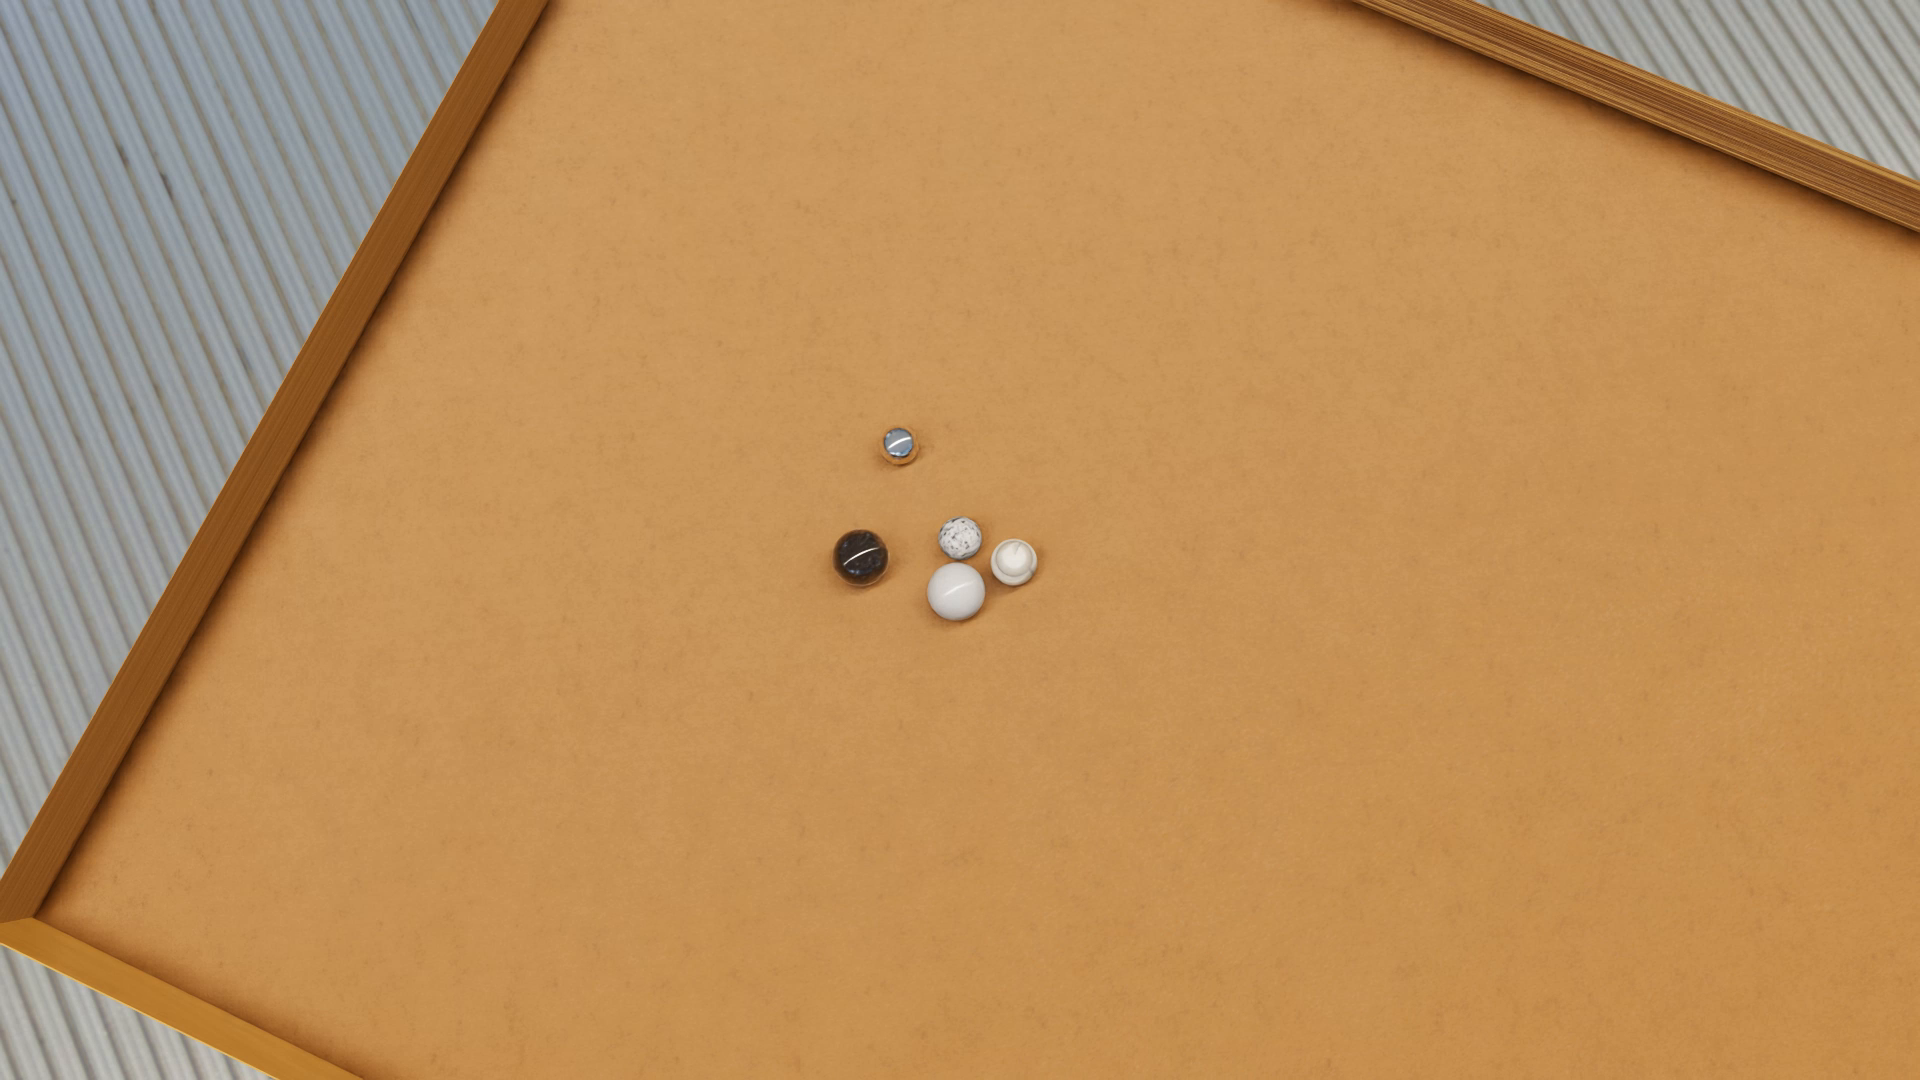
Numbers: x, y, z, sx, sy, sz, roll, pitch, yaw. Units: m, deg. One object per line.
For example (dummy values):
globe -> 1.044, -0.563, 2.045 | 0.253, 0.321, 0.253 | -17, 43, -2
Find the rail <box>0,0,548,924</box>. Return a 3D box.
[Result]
rail -> -0.908, -0.410, 3.423 | 0.045, 0.119, 2.245 | 24, 77, 6

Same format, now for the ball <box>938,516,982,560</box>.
ball -> 0.000, -0.003, 3.345 | 0.067, 0.067, 0.067 | 0, 75, 0

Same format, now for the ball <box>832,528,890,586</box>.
ball -> -0.151, 0.026, 3.327 | 0.088, 0.088, 0.088 | 0, 75, 0

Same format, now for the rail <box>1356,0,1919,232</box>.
rail -> 1.389, -0.557, 3.462 | 4.094, 0.119, 0.045 | 24, 77, 6

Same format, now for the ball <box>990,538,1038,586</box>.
ball -> 0.082, 0.034, 3.333 | 0.071, 0.071, 0.071 | 0, 75, 0

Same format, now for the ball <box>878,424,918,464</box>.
ball -> -0.094, -0.147, 3.385 | 0.062, 0.062, 0.062 | 0, 75, 0

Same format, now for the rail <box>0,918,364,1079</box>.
rail -> 0.470, 1.374, 2.957 | 4.094, 0.119, 0.045 | 24, 77, 6

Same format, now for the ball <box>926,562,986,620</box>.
ball -> -0.006, 0.078, 3.313 | 0.088, 0.088, 0.088 | 0, 75, 0
